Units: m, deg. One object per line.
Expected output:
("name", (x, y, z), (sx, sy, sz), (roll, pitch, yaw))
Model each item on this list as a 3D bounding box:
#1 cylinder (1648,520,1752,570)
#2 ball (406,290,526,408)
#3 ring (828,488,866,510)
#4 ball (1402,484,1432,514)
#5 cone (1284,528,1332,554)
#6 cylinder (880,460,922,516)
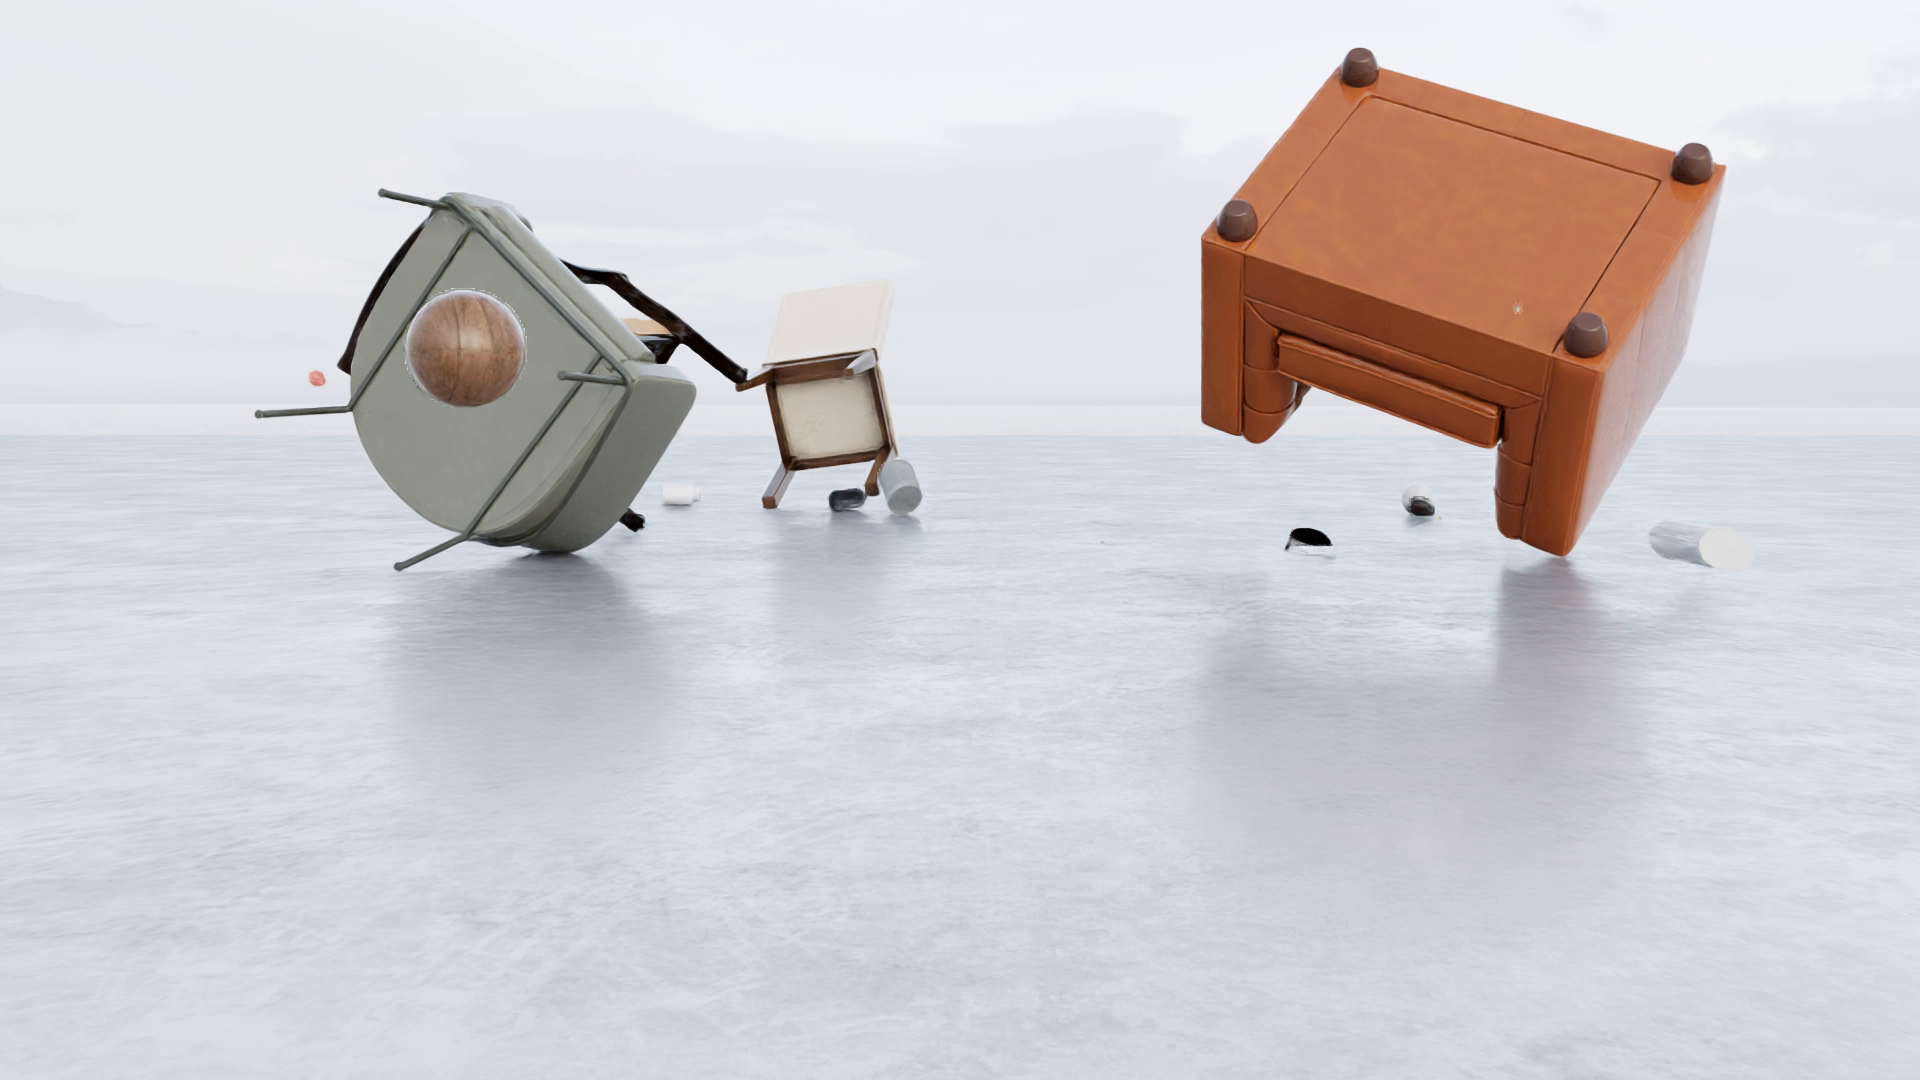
("cylinder", (1.719, 0.012, 5.110), (0.145, 0.094, 0.201), (15, 2, -17))
("ball", (-1.058, -0.409, 4.709), (0.250, 0.250, 0.250), (0, 4, 0))
("ring", (-0.417, -0.150, 8.110), (0.144, 0.062, 0.270), (-5, -3, -5))
("ball", (1.637, -0.147, 7.875), (0.112, 0.112, 0.112), (0, 4, 0))
("cone", (0.924, 0.017, 6.027), (0.134, 0.073, 0.146), (12, -16, -20))
("cylinder", (-0.212, -0.188, 7.853), (0.113, 0.134, 0.172), (31, 22, -31))
